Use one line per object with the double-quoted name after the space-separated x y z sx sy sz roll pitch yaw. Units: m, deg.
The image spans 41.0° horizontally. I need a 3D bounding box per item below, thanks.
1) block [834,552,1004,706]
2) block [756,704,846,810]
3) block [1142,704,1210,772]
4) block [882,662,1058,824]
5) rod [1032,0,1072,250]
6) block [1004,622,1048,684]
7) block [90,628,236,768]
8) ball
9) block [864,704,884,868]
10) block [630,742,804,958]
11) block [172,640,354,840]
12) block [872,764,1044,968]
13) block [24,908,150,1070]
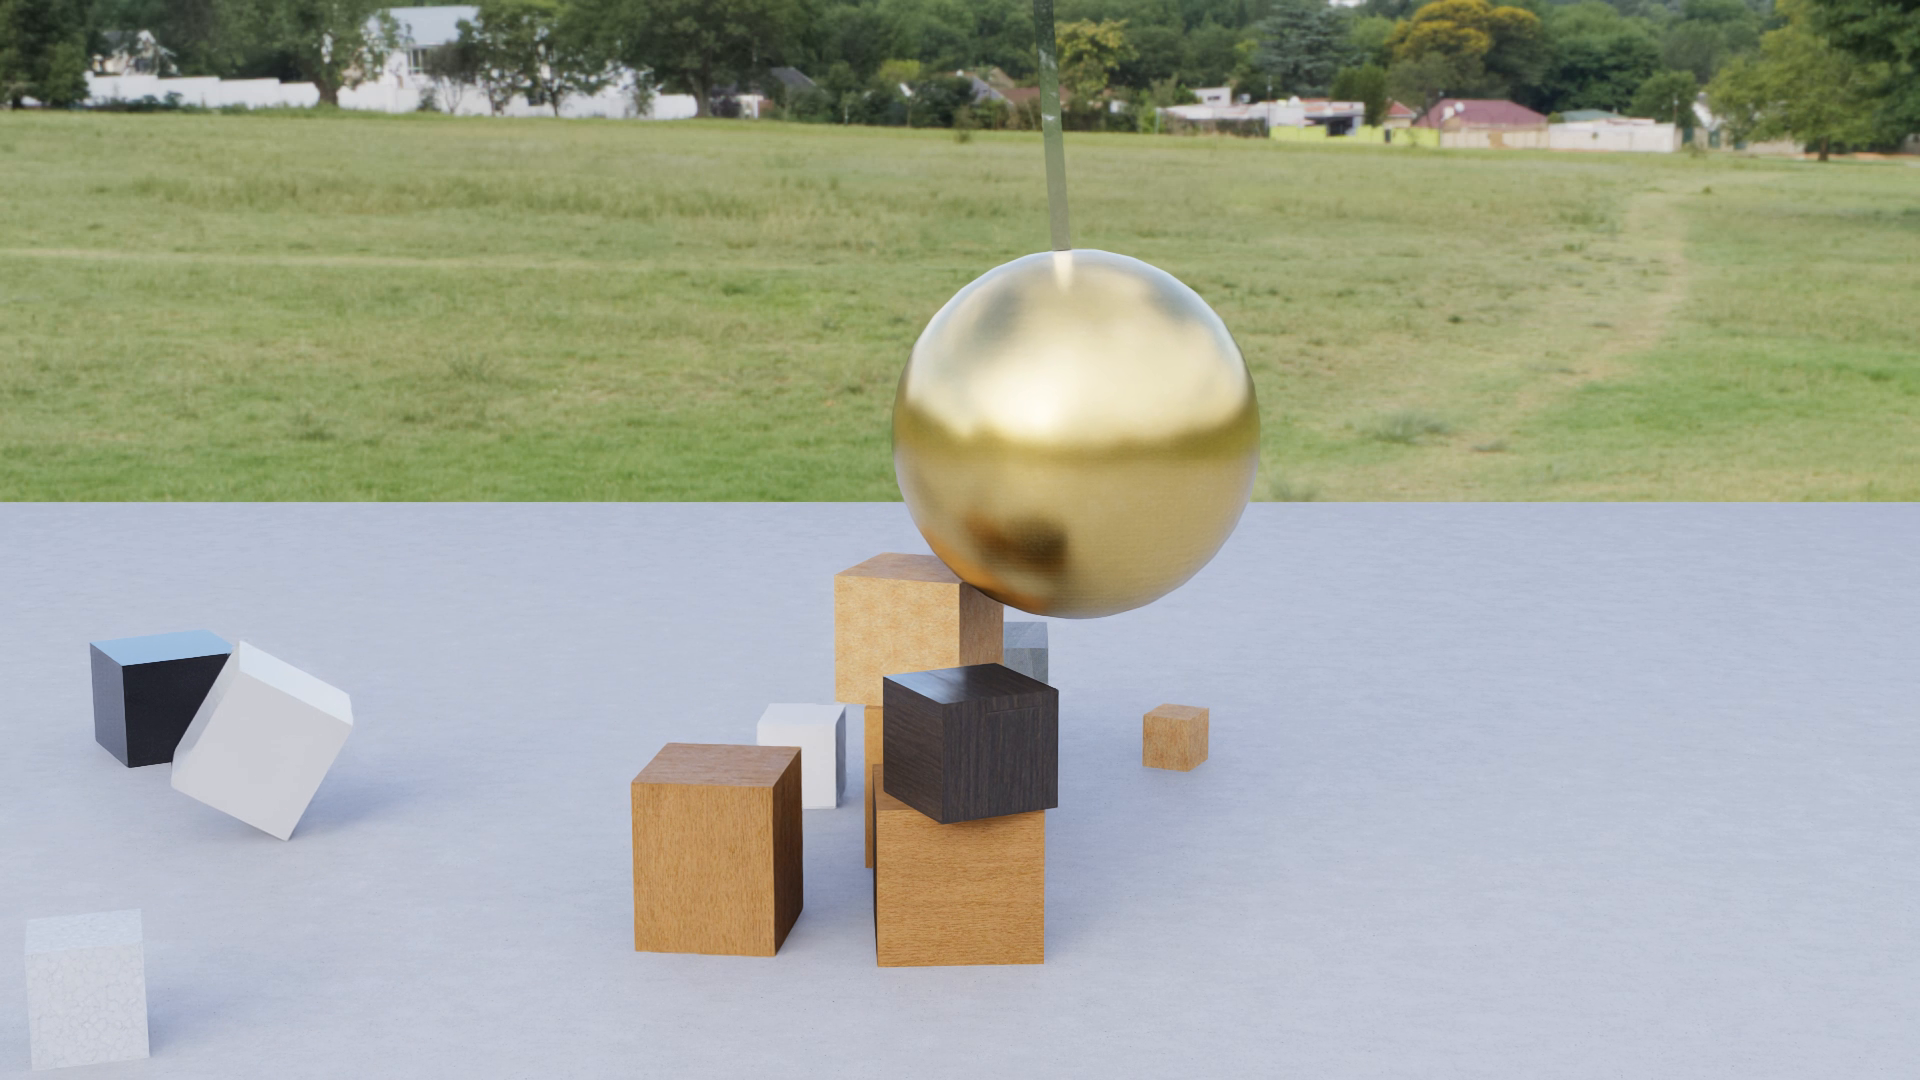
-0.179 0.409 11.609 0.590 0.580 0.591 4 11 20 "block"
-0.773 1.057 12.588 0.379 0.416 0.415 1 10 5 "block"
1.113 1.016 13.223 0.251 0.270 0.288 5 11 26 "block"
0.038 0.801 10.210 0.513 0.479 0.527 -5 12 -27 "block"
0.217 -3.790 10.491 0.080 5.200 0.080 -5 10 1 "rod"
0.140 0.800 13.413 0.633 0.627 0.636 0 10 1 "block"
-4.172 0.825 13.522 0.619 0.538 0.652 -6 12 -32 "block"
0.500 -0.456 11.097 1.600 1.600 1.600 0 10 0 "ball"
-0.048 1.053 11.728 0.715 0.731 0.664 1 10 3 "block"
-0.992 1.269 10.600 0.577 0.710 0.627 1 10 7 "block"
-3.269 0.935 12.029 0.581 0.624 0.550 30 3 -19 "block"
-0.016 1.318 10.513 0.665 0.646 0.694 -1 10 -3 "block"
-3.182 1.634 9.360 0.399 0.436 0.400 -3 11 -18 "block"
